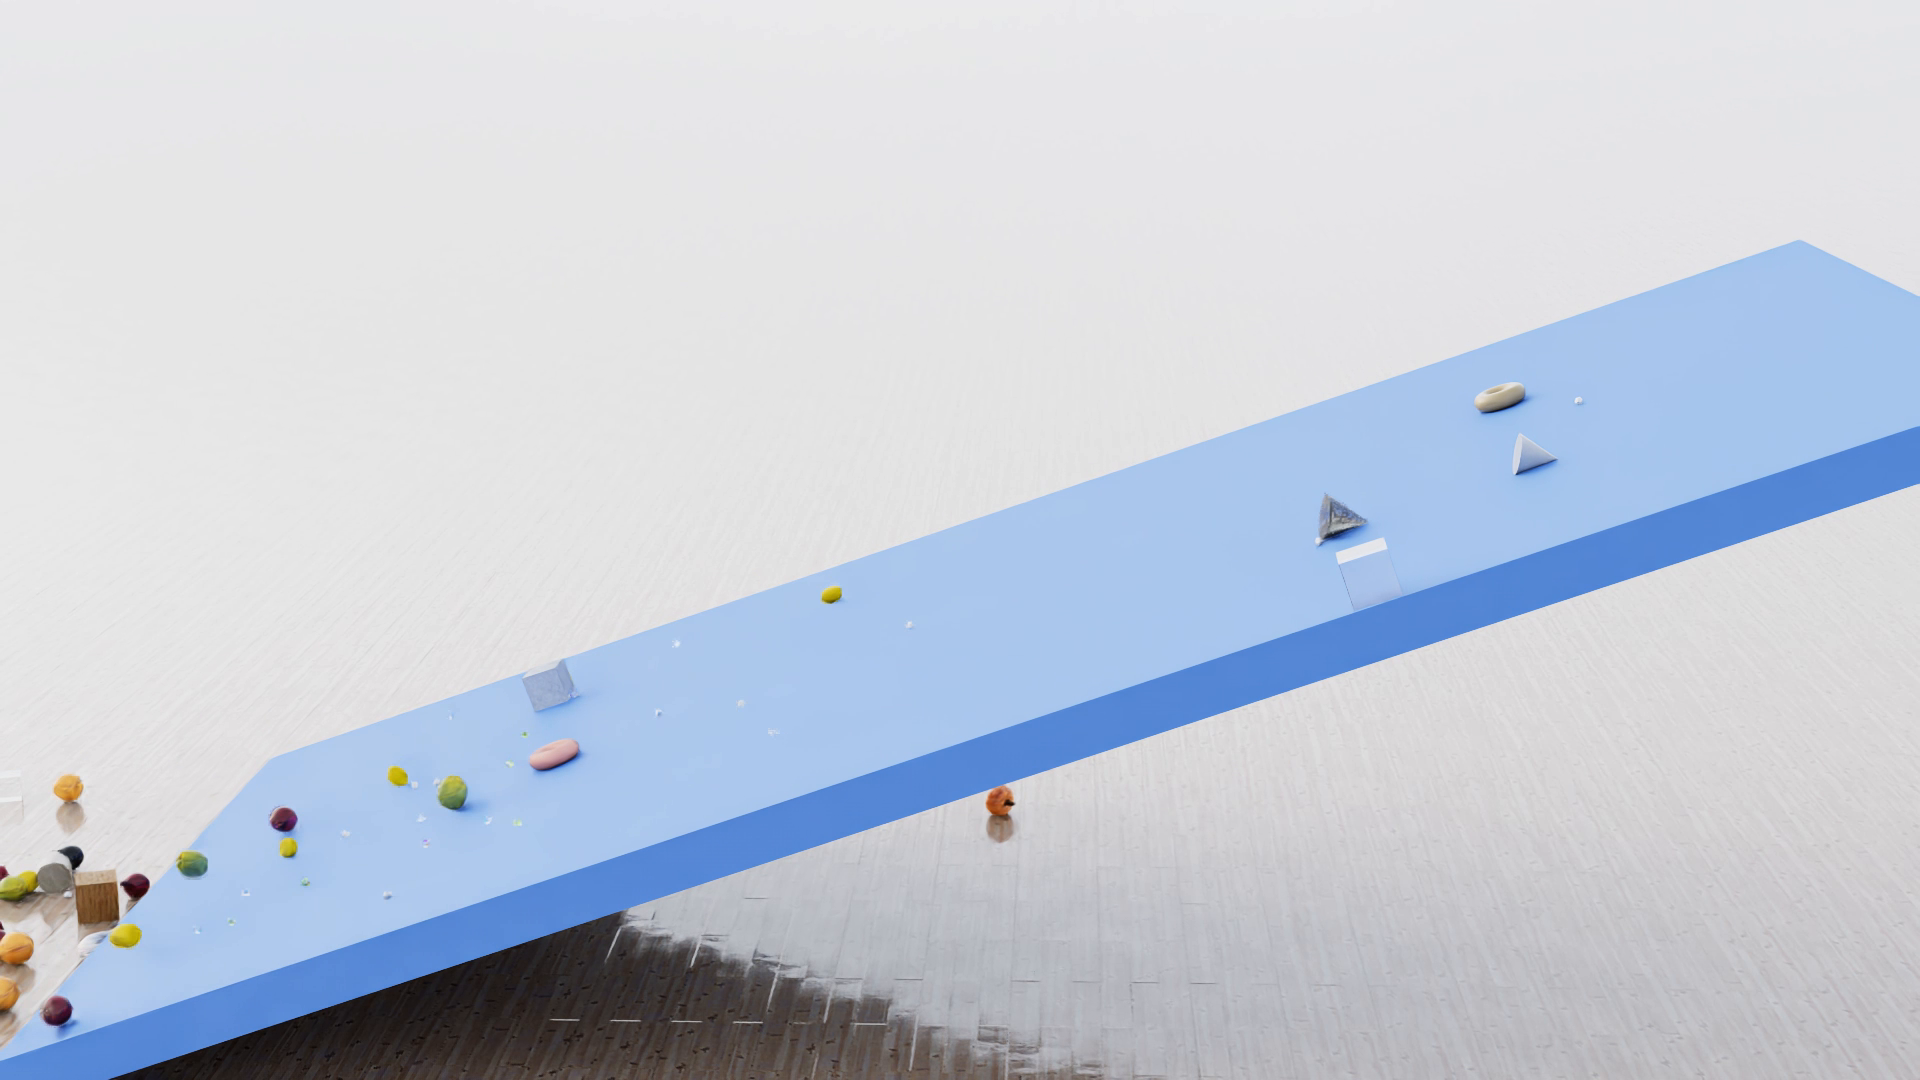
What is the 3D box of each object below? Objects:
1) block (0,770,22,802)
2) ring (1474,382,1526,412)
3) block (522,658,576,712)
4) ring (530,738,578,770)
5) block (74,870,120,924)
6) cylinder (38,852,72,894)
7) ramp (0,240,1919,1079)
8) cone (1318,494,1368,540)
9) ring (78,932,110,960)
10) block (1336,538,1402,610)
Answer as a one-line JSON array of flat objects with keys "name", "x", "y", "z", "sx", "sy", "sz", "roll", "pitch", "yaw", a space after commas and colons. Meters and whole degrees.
[{"name": "block", "x": -2.413, "y": 0.624, "z": 7.456, "sx": 0.064, "sy": 0.064, "sz": 0.064, "roll": -4, "pitch": 13, "yaw": -16}, {"name": "ring", "x": 1.182, "y": -0.312, "z": 6.437, "sx": 0.116, "sy": 0.039, "sz": 0.116, "roll": -19, "pitch": 10, "yaw": 3}, {"name": "block", "x": -0.967, "y": 0.340, "z": 6.918, "sx": 0.085, "sy": 0.085, "sz": 0.085, "roll": -18, "pitch": 11, "yaw": 9}, {"name": "ring", "x": -0.869, "y": 0.459, "z": 6.303, "sx": 0.112, "sy": 0.037, "sz": 0.112, "roll": -20, "pitch": 10, "yaw": 4}, {"name": "block", "x": -1.936, "y": 0.800, "z": 6.598, "sx": 0.090, "sy": 0.090, "sz": 0.090, "roll": -4, "pitch": 13, "yaw": -18}, {"name": "cylinder", "x": -2.088, "y": 0.767, "z": 6.784, "sx": 0.074, "sy": 0.074, "sz": 0.074, "roll": -3, "pitch": 13, "yaw": -15}, {"name": "ramp", "x": 0.111, "y": 0.178, "z": 6.301, "sx": 4.000, "sy": 0.100, "sz": 2.000, "roll": -19, "pitch": 11, "yaw": 6}, {"name": "cone", "x": 0.768, "y": -0.040, "z": 5.842, "sx": 0.091, "sy": 0.091, "sz": 0.091, "roll": 6, "pitch": 12, "yaw": -6}, {"name": "ring", "x": -1.842, "y": 0.879, "z": 6.354, "sx": 0.123, "sy": 0.041, "sz": 0.123, "roll": 1, "pitch": 14, "yaw": 0}, {"name": "block", "x": 0.735, "y": 0.061, "z": 5.282, "sx": 0.091, "sy": 0.091, "sz": 0.091, "roll": -18, "pitch": 11, "yaw": 8}]
